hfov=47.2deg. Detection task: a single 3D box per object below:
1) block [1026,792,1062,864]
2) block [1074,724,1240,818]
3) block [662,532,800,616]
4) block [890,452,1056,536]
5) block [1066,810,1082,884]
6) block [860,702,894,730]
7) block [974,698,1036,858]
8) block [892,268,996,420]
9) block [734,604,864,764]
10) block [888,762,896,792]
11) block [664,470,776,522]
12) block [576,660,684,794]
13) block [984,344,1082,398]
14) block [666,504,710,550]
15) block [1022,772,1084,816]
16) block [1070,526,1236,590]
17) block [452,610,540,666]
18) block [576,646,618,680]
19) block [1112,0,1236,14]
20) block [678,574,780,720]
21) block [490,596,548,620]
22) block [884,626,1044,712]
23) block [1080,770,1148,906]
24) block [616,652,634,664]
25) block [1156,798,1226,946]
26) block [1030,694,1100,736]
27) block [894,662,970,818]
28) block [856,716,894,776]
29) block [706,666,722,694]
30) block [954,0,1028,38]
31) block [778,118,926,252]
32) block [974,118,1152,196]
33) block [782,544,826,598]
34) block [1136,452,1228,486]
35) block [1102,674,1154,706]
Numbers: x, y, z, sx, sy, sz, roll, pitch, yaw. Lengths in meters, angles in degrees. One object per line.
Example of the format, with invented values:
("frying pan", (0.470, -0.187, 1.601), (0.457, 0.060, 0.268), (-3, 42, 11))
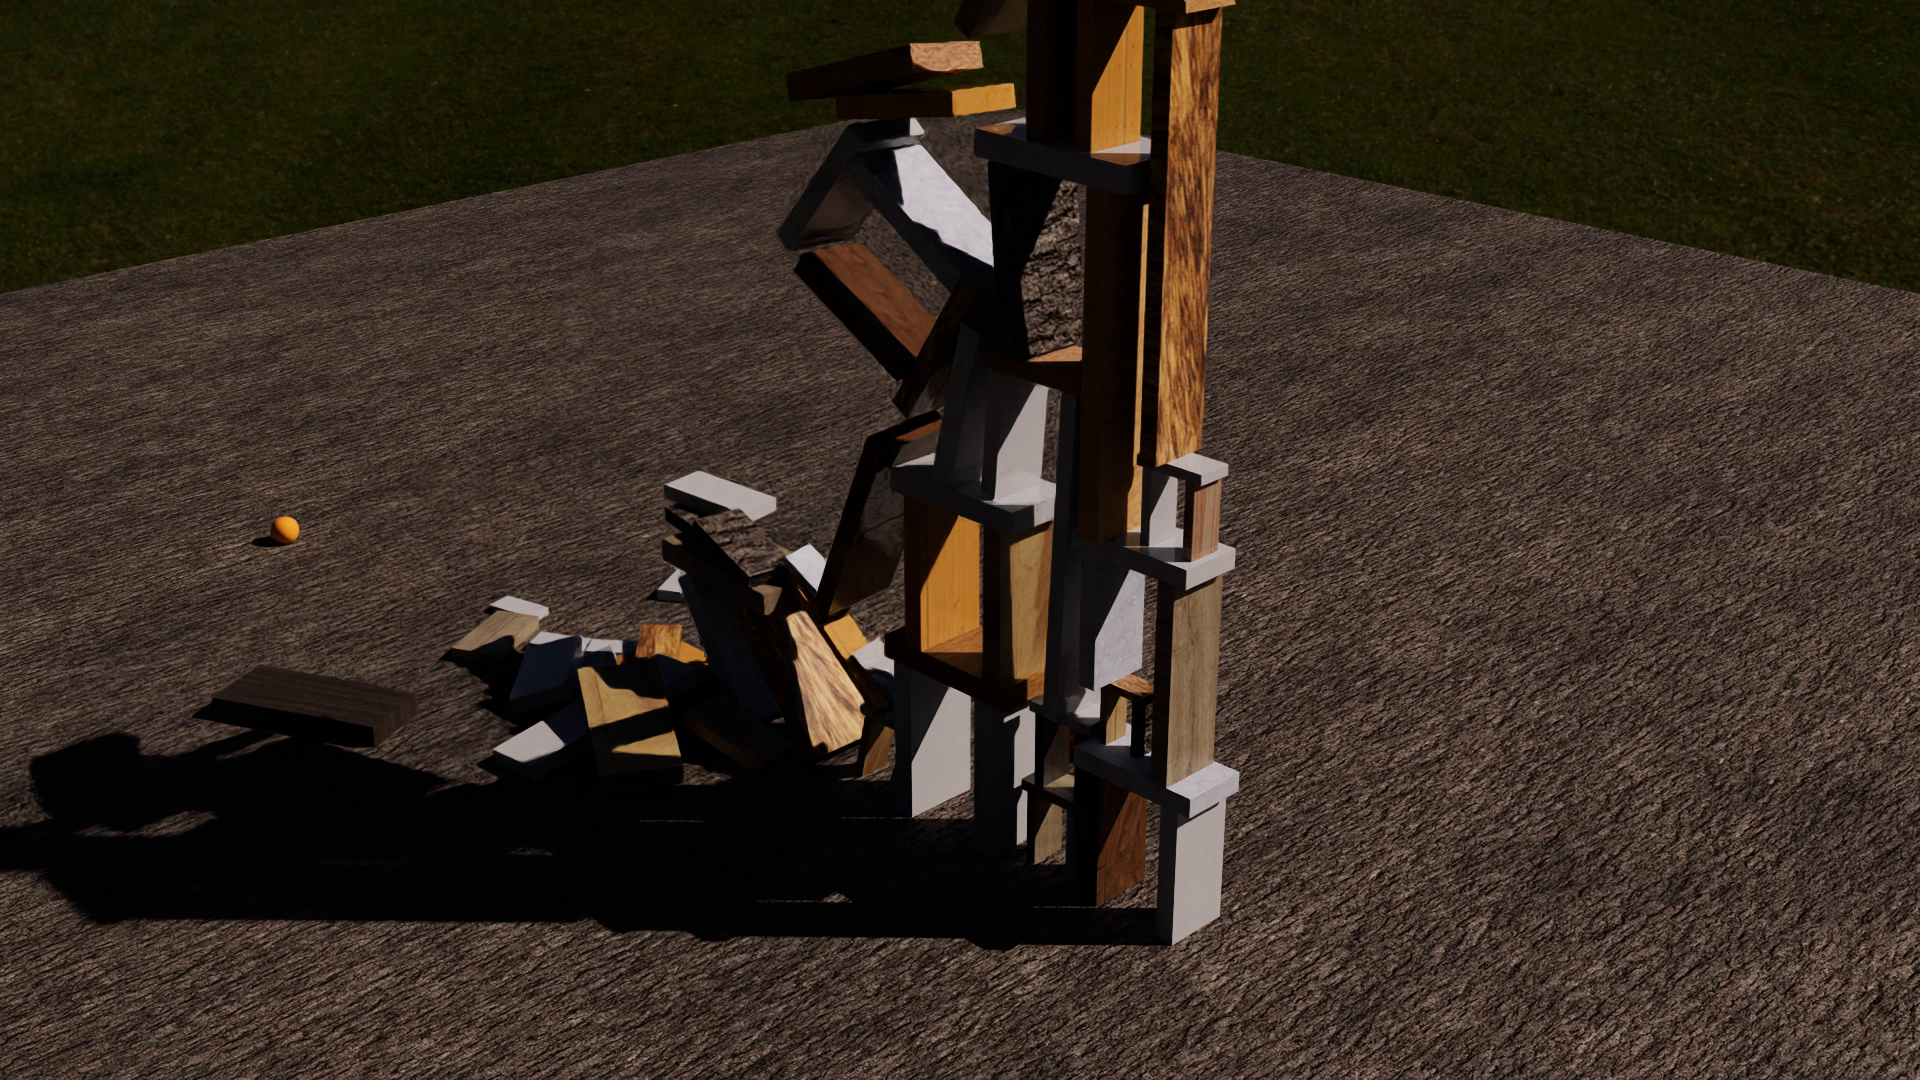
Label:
("block", (0.164, 0.546, 4.278), (0.076, 0.153, 0.022), (-21, 31, -41))
("block", (0.357, 0.417, 4.017), (0.139, 0.039, 0.277), (-21, 31, -41))
("block", (-0.467, 0.055, 4.757), (0.176, 0.050, 0.353), (-20, 33, -39))
("block", (0.038, -0.095, 4.134), (0.319, 0.045, 0.159), (21, 31, 41))
("block", (0.237, 0.574, 4.212), (0.022, 0.153, 0.077), (21, 31, 40))
("block", (-0.128, 0.360, 4.513), (0.146, 0.021, 0.073), (22, 32, 40))
("block", (0.103, 0.439, 4.299), (0.167, 0.334, 0.047), (-21, 31, -40))
("block", (0.008, -0.367, 4.047), (0.164, 0.328, 0.047), (-21, 64, -41))
("block", (-0.327, 0.283, 4.697), (0.176, 0.353, 0.050), (-22, -6, -41))
("block", (-0.099, 0.448, 4.519), (0.073, 0.146, 0.021), (-21, 49, -41))
("block", (-0.534, -0.094, 4.894), (0.228, 0.032, 0.114), (19, 29, 31))
("block", (-0.698, 0.390, 4.638), (0.172, 0.049, 0.345), (-6, 38, -15))
("block", (0.175, -0.310, 3.894), (0.250, 0.035, 0.125), (22, 31, 40))
("block", (-0.541, -0.031, 4.836), (0.114, 0.032, 0.228), (-16, 31, -34))
("block", (0.200, 0.479, 4.211), (0.153, 0.022, 0.077), (21, 31, 40))
("block", (0.338, 0.014, 3.862), (0.132, 0.037, 0.265), (-21, 31, -40))
("block", (-1.093, 0.230, 5.179), (0.109, 0.031, 0.219), (7, 24, 17))
("block", (-0.815, 0.307, 4.961), (0.096, 0.027, 0.192), (-25, 27, -5))
("block", (0.304, -0.883, 3.515), (0.249, 0.035, 0.125), (22, 31, 40))
("block", (-0.473, 0.219, 4.834), (0.176, 0.353, 0.050), (-19, -4, -38))
("block", (-1.070, 0.169, 5.339), (0.131, 0.019, 0.066), (14, 27, 29))
("block", (0.027, 0.233, 4.297), (0.167, 0.047, 0.334), (-21, 31, -40))
("block", (0.291, 0.538, 4.139), (0.039, 0.277, 0.139), (21, 31, 41))
("block", (-0.755, 0.300, 5.027), (0.071, 0.020, 0.141), (-19, 29, -35))
("block", (0.422, 0.589, 4.018), (0.039, 0.277, 0.139), (21, 31, 41))
("block", (0.212, 0.323, 4.137), (0.151, 0.021, 0.076), (21, 31, 40))
("block", (-0.054, 0.377, 4.444), (0.047, 0.334, 0.167), (21, 31, 41))
("block", (-0.175, 0.419, 4.586), (0.073, 0.146, 0.021), (-22, 44, -41))
("block", (-0.487, 0.283, 4.995), (0.130, 0.037, 0.261), (5, 19, 4))
("block", (0.110, -0.989, 3.683), (0.154, 0.308, 0.044), (-21, 60, -41))
("block", (-0.208, -0.673, 4.161), (0.160, 0.320, 0.045), (-18, 70, -40))
("block", (0.206, -0.655, 3.718), (0.171, 0.049, 0.343), (-21, 32, -40))
("block", (-0.296, 0.079, 4.619), (0.149, 0.021, 0.075), (45, 48, 17))
("block", (0.380, -0.129, 3.757), (0.072, 0.020, 0.143), (-21, 31, -40))
("block", (0.310, 0.267, 4.010), (0.057, 0.016, 0.113), (-21, 31, -40))
